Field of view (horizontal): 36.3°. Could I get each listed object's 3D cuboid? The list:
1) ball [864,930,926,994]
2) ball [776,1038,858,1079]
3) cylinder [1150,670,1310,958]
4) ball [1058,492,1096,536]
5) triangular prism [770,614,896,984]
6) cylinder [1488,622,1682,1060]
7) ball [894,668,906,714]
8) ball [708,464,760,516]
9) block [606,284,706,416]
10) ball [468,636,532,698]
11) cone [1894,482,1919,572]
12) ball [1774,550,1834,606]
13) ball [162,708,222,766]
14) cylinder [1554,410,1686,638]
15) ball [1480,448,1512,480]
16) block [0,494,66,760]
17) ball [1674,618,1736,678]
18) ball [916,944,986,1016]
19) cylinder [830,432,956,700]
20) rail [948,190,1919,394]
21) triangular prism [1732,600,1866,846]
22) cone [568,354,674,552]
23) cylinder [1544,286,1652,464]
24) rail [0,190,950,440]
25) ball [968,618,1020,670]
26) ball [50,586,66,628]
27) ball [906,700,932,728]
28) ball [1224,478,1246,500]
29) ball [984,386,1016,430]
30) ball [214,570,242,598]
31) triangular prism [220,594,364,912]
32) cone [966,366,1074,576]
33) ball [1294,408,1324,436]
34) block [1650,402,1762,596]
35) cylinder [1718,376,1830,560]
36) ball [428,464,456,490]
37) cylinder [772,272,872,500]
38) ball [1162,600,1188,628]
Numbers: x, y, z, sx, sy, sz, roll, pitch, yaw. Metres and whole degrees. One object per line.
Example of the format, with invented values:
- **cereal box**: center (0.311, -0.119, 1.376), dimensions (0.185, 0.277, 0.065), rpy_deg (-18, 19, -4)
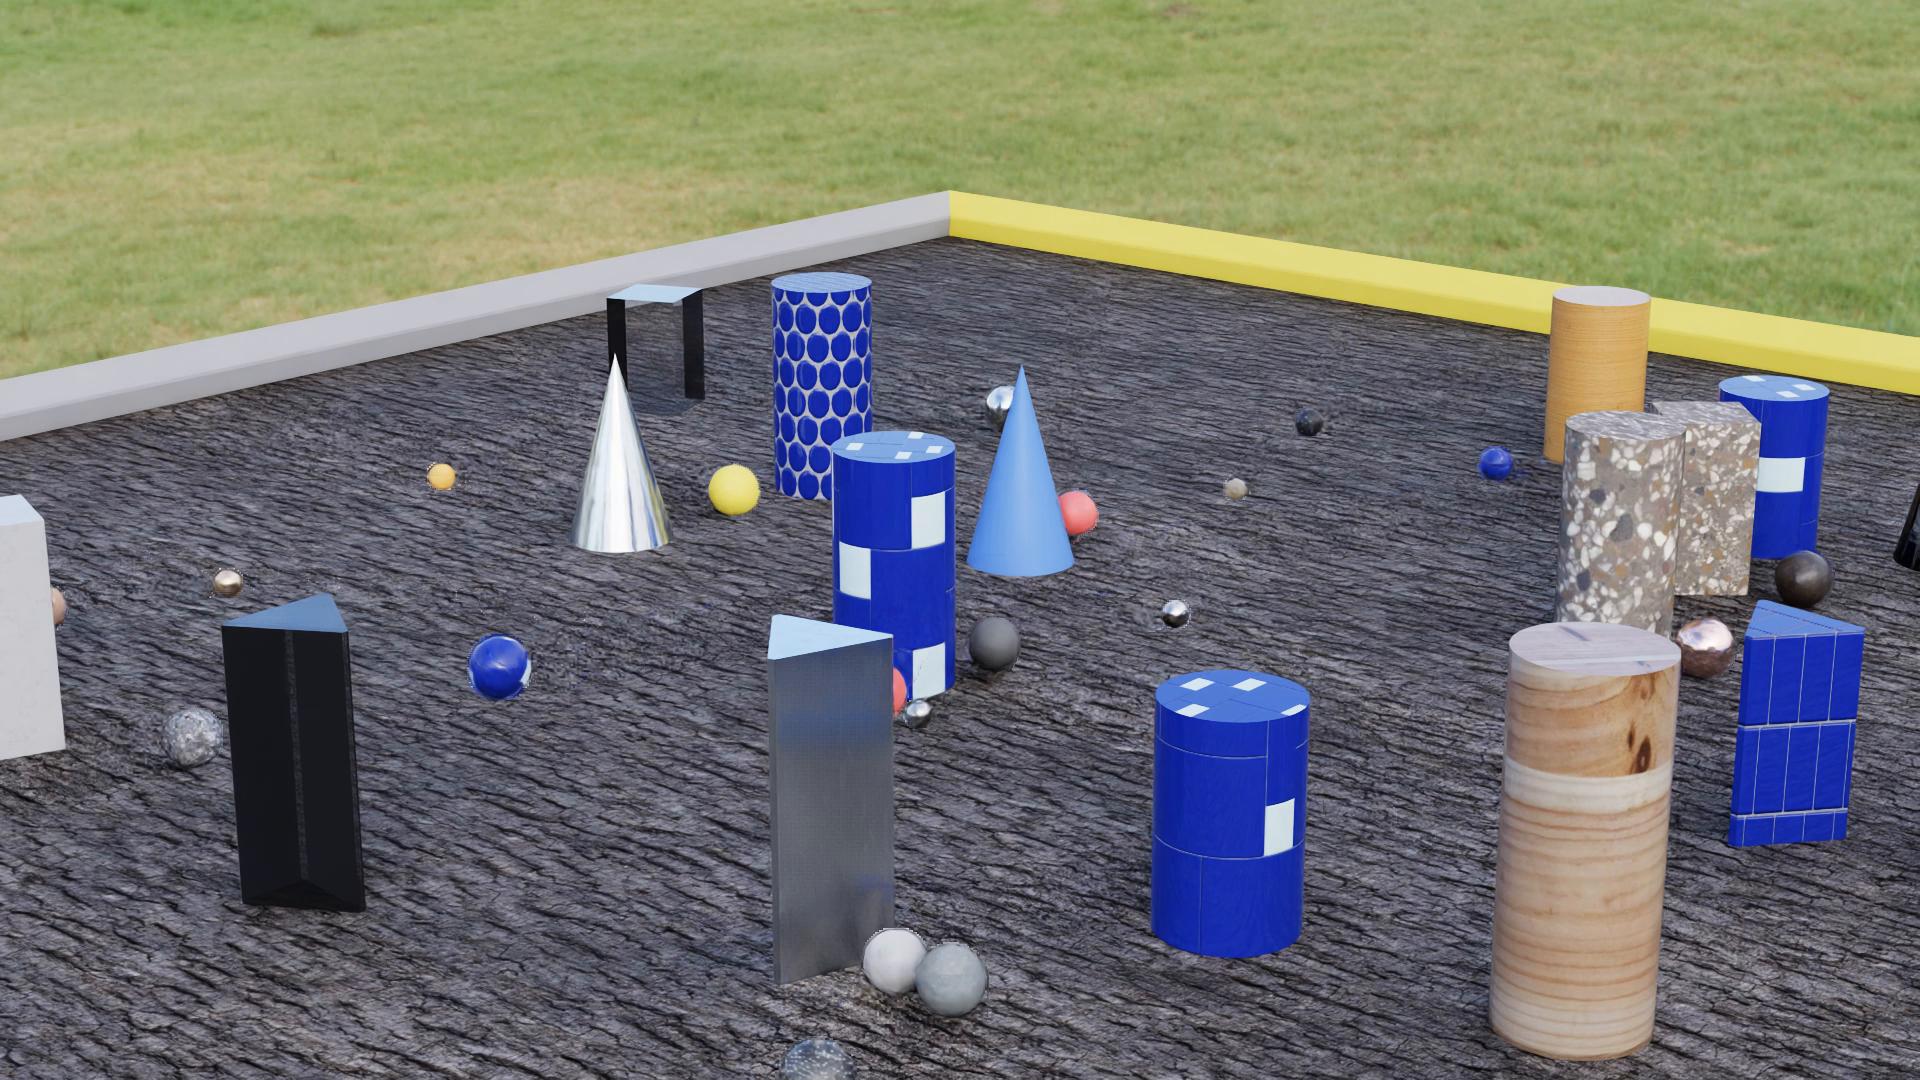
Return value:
- **ball**: center (-0.079, 0.517, 3.597), dimensions (0.079, 0.079, 0.079), rpy_deg (0, 17, 0)
- **ball**: center (-0.160, 0.605, 3.287), dimensions (0.091, 0.091, 0.091), rpy_deg (0, 17, 0)
- **cylinder**: center (0.344, 0.348, 3.748), dimensions (0.195, 0.316, 0.195), rpy_deg (0, 17, 0)
- **ball**: center (0.211, -0.049, 5.379), dimensions (0.081, 0.081, 0.081), rpy_deg (0, 17, 0)
- **triangular prism**: center (-0.192, 0.315, 3.666), dimensions (0.169, 0.426, 0.147), rpy_deg (-10, 19, -30)
- **cylinder**: center (0.733, 0.353, 3.453), dimensions (0.195, 0.477, 0.195), rpy_deg (0, 17, 0)
- **ball**: center (-0.121, 0.224, 4.366), dimensions (0.083, 0.083, 0.083), rpy_deg (0, 17, 0)
- **ball**: center (-0.431, -0.095, 5.594), dimensions (0.097, 0.097, 0.097), rpy_deg (0, 17, 0)
- **block**: center (-0.662, -0.416, 6.394), dimensions (0.156, 0.250, 0.156), rpy_deg (6, 18, 18)
- **ball**: center (-0.725, 0.200, 4.615), dimensions (0.098, 0.098, 0.098), rpy_deg (0, 17, 0)
- **cone**: center (1.795, -0.169, 5.257), dimensions (0.195, 0.434, 0.195), rpy_deg (0, 17, 0)
- **ball**: center (1.456, 0.067, 5.060), dimensions (0.097, 0.097, 0.097), rpy_deg (0, 17, 0)
- **ball**: center (-1.134, 0.292, 4.333), dimensions (0.085, 0.085, 0.085), rpy_deg (0, 17, 0)
- **cylinder**: center (1.100, -0.019, 4.895), dimensions (0.195, 0.357, 0.195), rpy_deg (0, 17, 0)
- **ball**: center (1.067, -0.150, 5.833), dimensions (0.065, 0.065, 0.065), rpy_deg (0, 17, 0)
- **block**: center (-1.450, 0.134, 4.384), dimensions (0.156, 0.359, 0.156), rpy_deg (-9, 19, -28)
- **ball**: center (1.198, 0.173, 4.710), dimensions (0.096, 0.096, 0.096), rpy_deg (0, 17, 0)
- **ball**: center (-0.011, 0.532, 3.537), dimensions (0.086, 0.086, 0.086), rpy_deg (0, 17, 0)
- **cylinder**: center (-0.105, 0.039, 4.648), dimensions (0.195, 0.387, 0.195), rpy_deg (0, 17, 0)
- **rail**: center (1.614, -0.505, 6.899), dimensions (4.398, 0.127, 0.045), rpy_deg (14, 22, 39)
- **triangular prism**: center (1.136, 0.251, 4.087), dimensions (0.169, 0.306, 0.147), rpy_deg (-3, 17, -9)
- **cone**: center (-0.631, -0.174, 5.417), dimensions (0.195, 0.351, 0.195), rpy_deg (0, 17, 0)
- **cylinder**: center (1.296, -0.332, 5.969), dimensions (0.195, 0.336, 0.195), rpy_deg (0, 17, 0)
- **rail**: center (-1.643, -0.380, 6.485), dimensions (0.045, 0.127, 4.970), rpy_deg (14, 22, 39)
- **ball**: center (0.055, 0.169, 4.745), dimensions (0.083, 0.083, 0.083), rpy_deg (0, 17, 0)
- **ball**: center (-1.544, 0.115, 4.932), dimensions (0.079, 0.079, 0.079), rpy_deg (0, 17, 0)
- **ball**: center (-0.063, 0.267, 4.491), dimensions (0.042, 0.042, 0.042), rpy_deg (0, 17, 0)
- **ball**: center (0.536, -0.098, 5.702), dimensions (0.042, 0.042, 0.042), rpy_deg (0, 17, 0)
- **ball**: center (0.100, -0.279, 6.205), dimensions (0.097, 0.097, 0.097), rpy_deg (0, 17, 0)
- **ball**: center (-1.277, 0.076, 5.113), dimensions (0.048, 0.048, 0.048), rpy_deg (0, 17, 0)
- **triangular prism**: center (-0.850, 0.276, 3.863), dimensions (0.169, 0.386, 0.147), rpy_deg (3, 17, 10)
- **cone**: center (0.110, -0.139, 5.274), dimensions (0.195, 0.367, 0.195), rpy_deg (0, 17, 0)
- **ball**: center (0.734, -0.247, 6.166), dimensions (0.059, 0.059, 0.059), rpy_deg (0, 17, 0)
- **block**: center (1.300, -0.074, 5.160), dimensions (0.156, 0.309, 0.156), rpy_deg (0, 17, 1)
- **cylinder**: center (1.483, -0.135, 5.385), dimensions (0.195, 0.296, 0.195), rpy_deg (0, 17, 0)
- **ball**: center (-1.020, -0.125, 5.772), dimensions (0.052, 0.052, 0.052), rpy_deg (0, 17, 0)
- **cylinder**: center (-0.269, -0.303, 5.743), dimensions (0.195, 0.410, 0.195), rpy_deg (0, 17, 0)
- **ball**: center (0.363, 0.125, 4.955), dimensions (0.046, 0.046, 0.046), rpy_deg (0, 17, 0)
